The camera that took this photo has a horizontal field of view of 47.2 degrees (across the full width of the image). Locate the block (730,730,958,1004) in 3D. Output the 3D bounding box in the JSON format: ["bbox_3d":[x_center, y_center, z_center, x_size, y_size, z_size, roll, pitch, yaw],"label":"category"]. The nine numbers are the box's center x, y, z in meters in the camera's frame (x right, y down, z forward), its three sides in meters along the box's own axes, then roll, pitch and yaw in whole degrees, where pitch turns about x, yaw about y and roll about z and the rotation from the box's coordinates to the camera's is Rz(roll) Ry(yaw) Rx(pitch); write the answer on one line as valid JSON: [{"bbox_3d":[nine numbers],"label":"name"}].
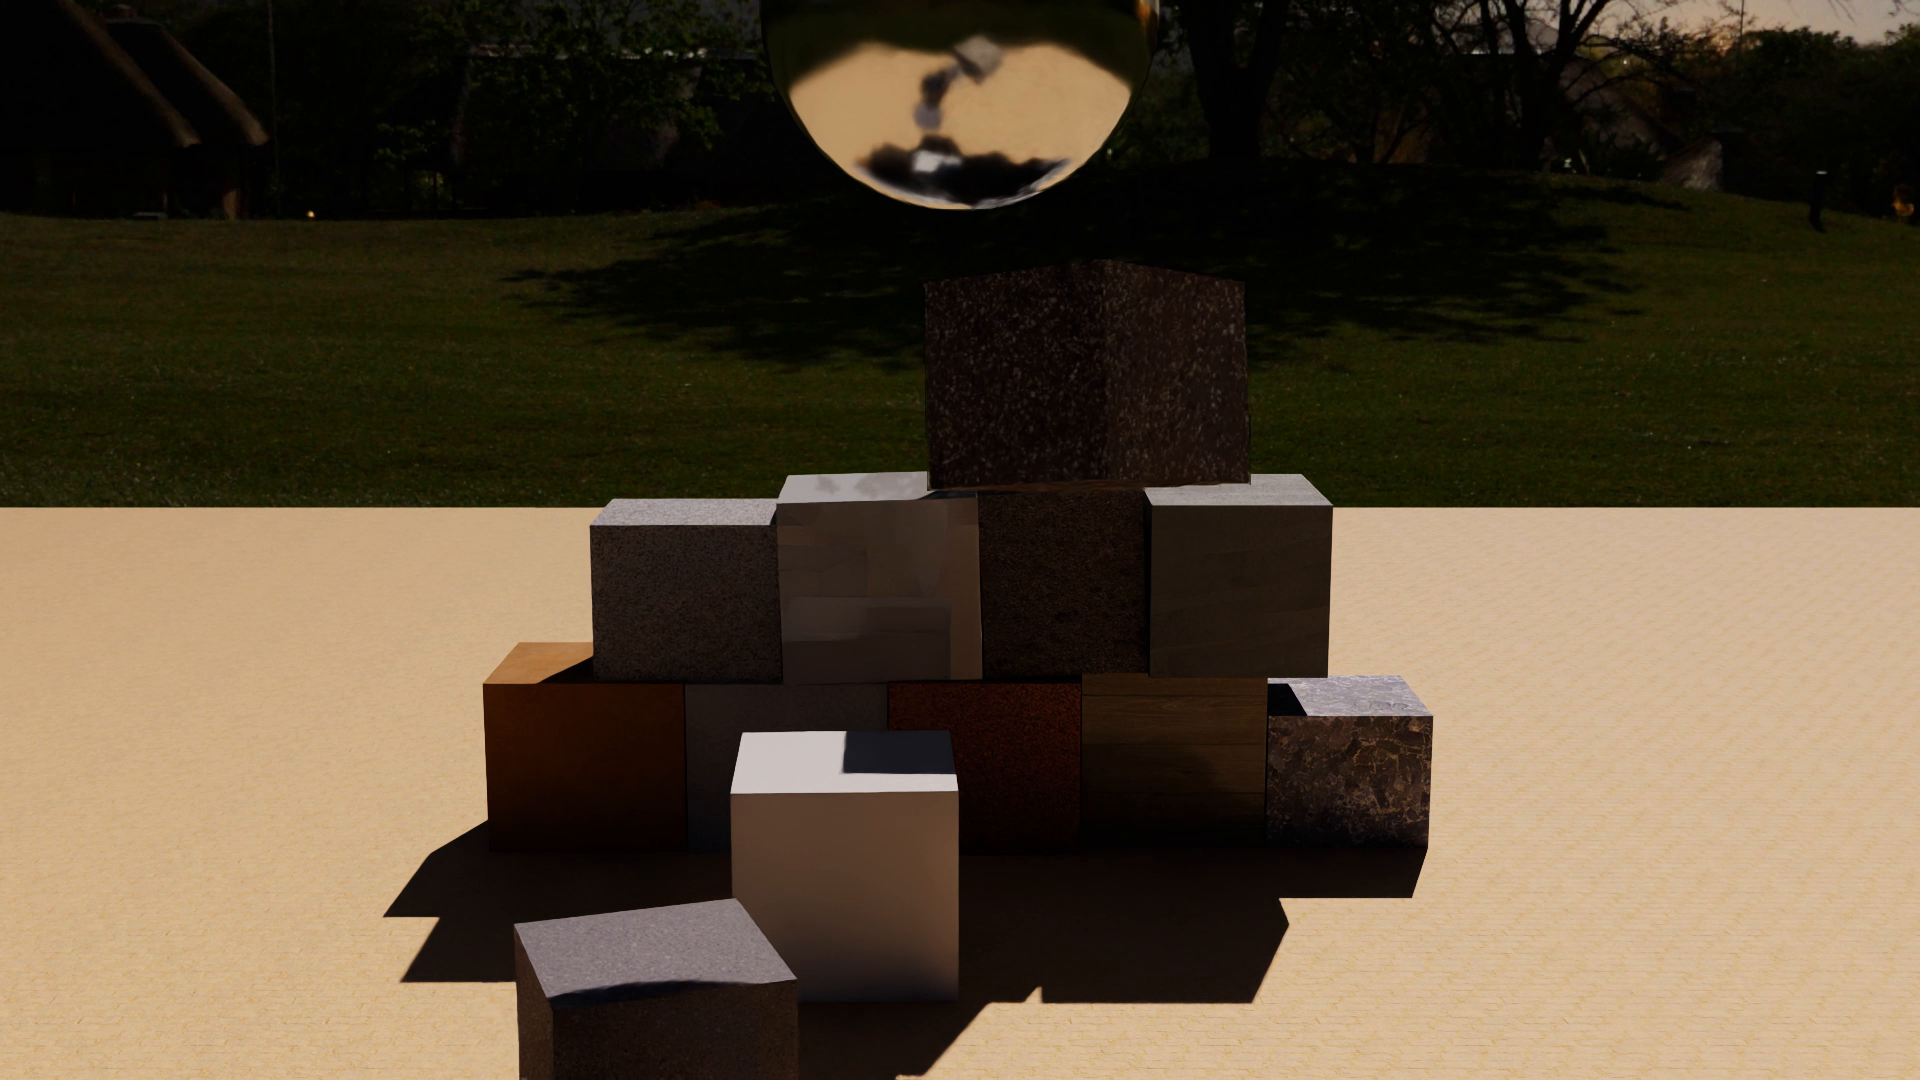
[{"bbox_3d":[-0.489,1.381,9.452,0.924,0.900,0.935,0,10,-2],"label":"block"}]

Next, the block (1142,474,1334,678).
[{"bbox_3d":[1.367,0.164,11.207,0.875,0.859,1.010,0,10,0],"label":"block"}]

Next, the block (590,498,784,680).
[{"bbox_3d":[-1.357,0.240,11.226,0.924,0.783,0.804,0,10,-1],"label":"block"}]

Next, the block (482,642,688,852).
[{"bbox_3d":[-1.859,1.052,11.364,0.989,0.864,0.913,0,10,0],"label":"block"}]

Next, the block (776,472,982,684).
[{"bbox_3d":[-0.396,0.173,11.186,0.978,0.905,0.905,-2,10,0],"label":"block"}]

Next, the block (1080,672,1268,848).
[{"bbox_3d":[1.065,1.031,11.370,0.920,0.904,0.807,0,10,0],"label":"block"}]

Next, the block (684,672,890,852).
[{"bbox_3d":[-0.856,1.052,11.367,0.997,0.863,0.953,0,10,0],"label":"block"}]

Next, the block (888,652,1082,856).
[{"bbox_3d":[0.121,1.046,11.360,0.943,0.878,1.011,0,10,0],"label":"block"}]

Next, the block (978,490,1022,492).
[{"bbox_3d":[0.411,-0.678,11.066,0.680,0.752,0.700,-3,10,-1],"label":"block"}]

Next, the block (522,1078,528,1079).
[{"bbox_3d":[-0.959,1.957,5.398,0.778,0.728,0.711,33,18,-23],"label":"block"}]

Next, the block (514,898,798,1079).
[{"bbox_3d":[-1.033,1.783,7.423,0.788,0.836,0.817,-4,11,-19],"label":"block"}]

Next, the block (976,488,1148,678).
[{"bbox_3d":[0.502,0.143,11.190,0.802,0.915,0.831,-3,10,0],"label":"block"}]

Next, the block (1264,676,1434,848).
[{"bbox_3d":[1.945,1.136,11.406,0.818,0.684,0.843,0,10,0],"label":"block"}]

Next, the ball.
[{"bbox_3d":[0.000,-2.121,8.782,1.600,1.600,1.600,0,10,0],"label":"ball"}]

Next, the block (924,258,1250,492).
[{"bbox_3d":[0.392,-0.473,6.669,0.652,0.618,0.757,-2,-1,39],"label":"block"}]
